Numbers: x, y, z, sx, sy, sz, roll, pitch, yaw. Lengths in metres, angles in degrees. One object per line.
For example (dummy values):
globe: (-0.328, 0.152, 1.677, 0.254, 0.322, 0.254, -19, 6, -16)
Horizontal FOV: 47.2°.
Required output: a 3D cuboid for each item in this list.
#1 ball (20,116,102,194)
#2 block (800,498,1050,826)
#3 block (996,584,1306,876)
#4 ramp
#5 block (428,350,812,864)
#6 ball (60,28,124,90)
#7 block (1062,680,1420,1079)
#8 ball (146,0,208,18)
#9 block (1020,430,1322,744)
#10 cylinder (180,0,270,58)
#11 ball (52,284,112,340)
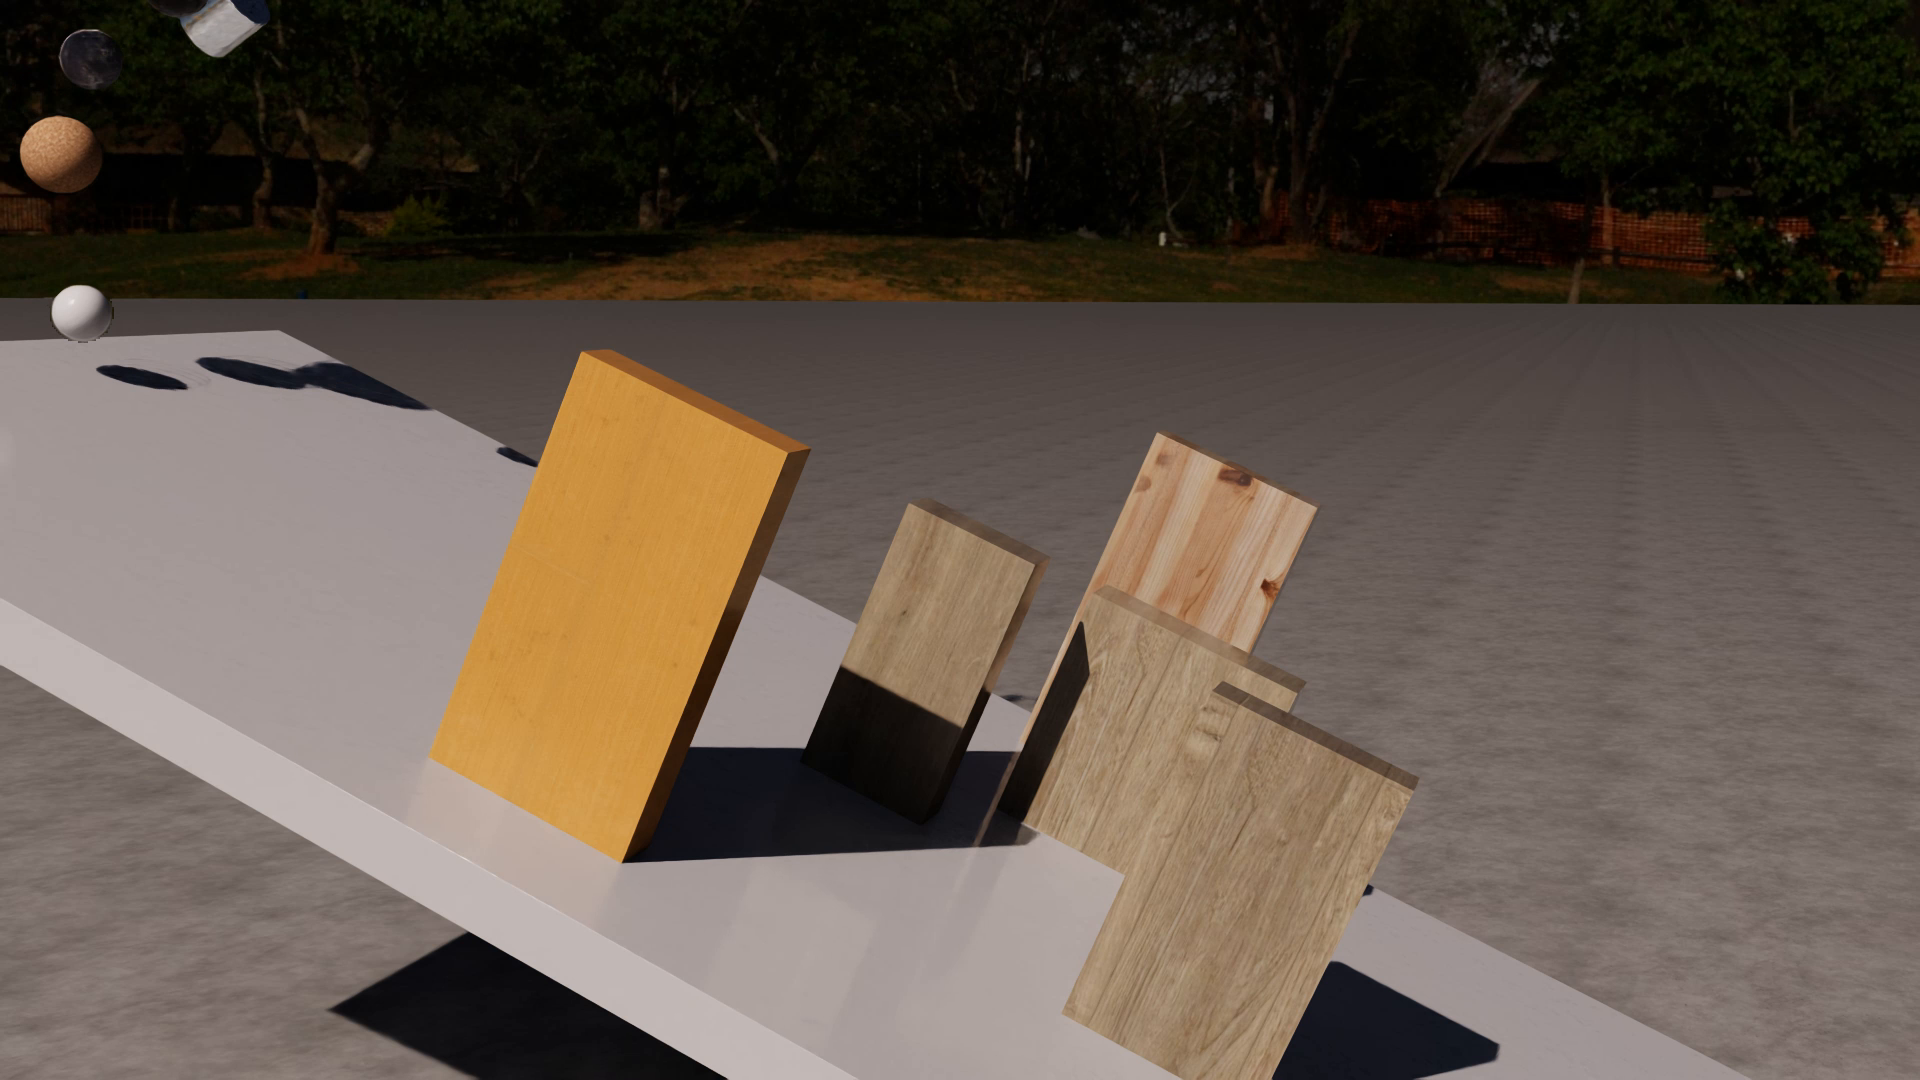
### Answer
ball: (-1.869, -0.801, 4.574, 0.159, 0.159, 0.159, 0, 7, 0)
block: (-0.067, 0.228, 4.156, 0.265, 0.550, 0.116, 26, 13, 13)
block: (0.376, 0.407, 4.347, 0.439, 0.484, 0.127, 26, 13, 13)
ramp: (-0.284, 0.491, 4.181, 4.000, 0.100, 2.000, 26, 13, 13)
block: (-0.543, 0.104, 3.471, 0.371, 0.715, 0.098, 26, 13, 13)
ball: (-1.835, -1.016, 4.646, 0.126, 0.126, 0.126, 0, 7, 0)
block: (0.446, 0.576, 3.540, 0.346, 0.601, 0.094, 26, 13, 13)
ball: (-1.511, -1.074, 4.237, 0.132, 0.132, 0.132, 0, 7, 0)
block: (0.451, 0.184, 4.762, 0.375, 0.752, 0.083, 26, 13, 13)
cylinder: (-1.545, -1.104, 4.620, 0.129, 0.129, 0.129, -30, -4, 20)
ball: (-1.837, -0.476, 4.598, 0.117, 0.117, 0.117, 0, 7, 0)
